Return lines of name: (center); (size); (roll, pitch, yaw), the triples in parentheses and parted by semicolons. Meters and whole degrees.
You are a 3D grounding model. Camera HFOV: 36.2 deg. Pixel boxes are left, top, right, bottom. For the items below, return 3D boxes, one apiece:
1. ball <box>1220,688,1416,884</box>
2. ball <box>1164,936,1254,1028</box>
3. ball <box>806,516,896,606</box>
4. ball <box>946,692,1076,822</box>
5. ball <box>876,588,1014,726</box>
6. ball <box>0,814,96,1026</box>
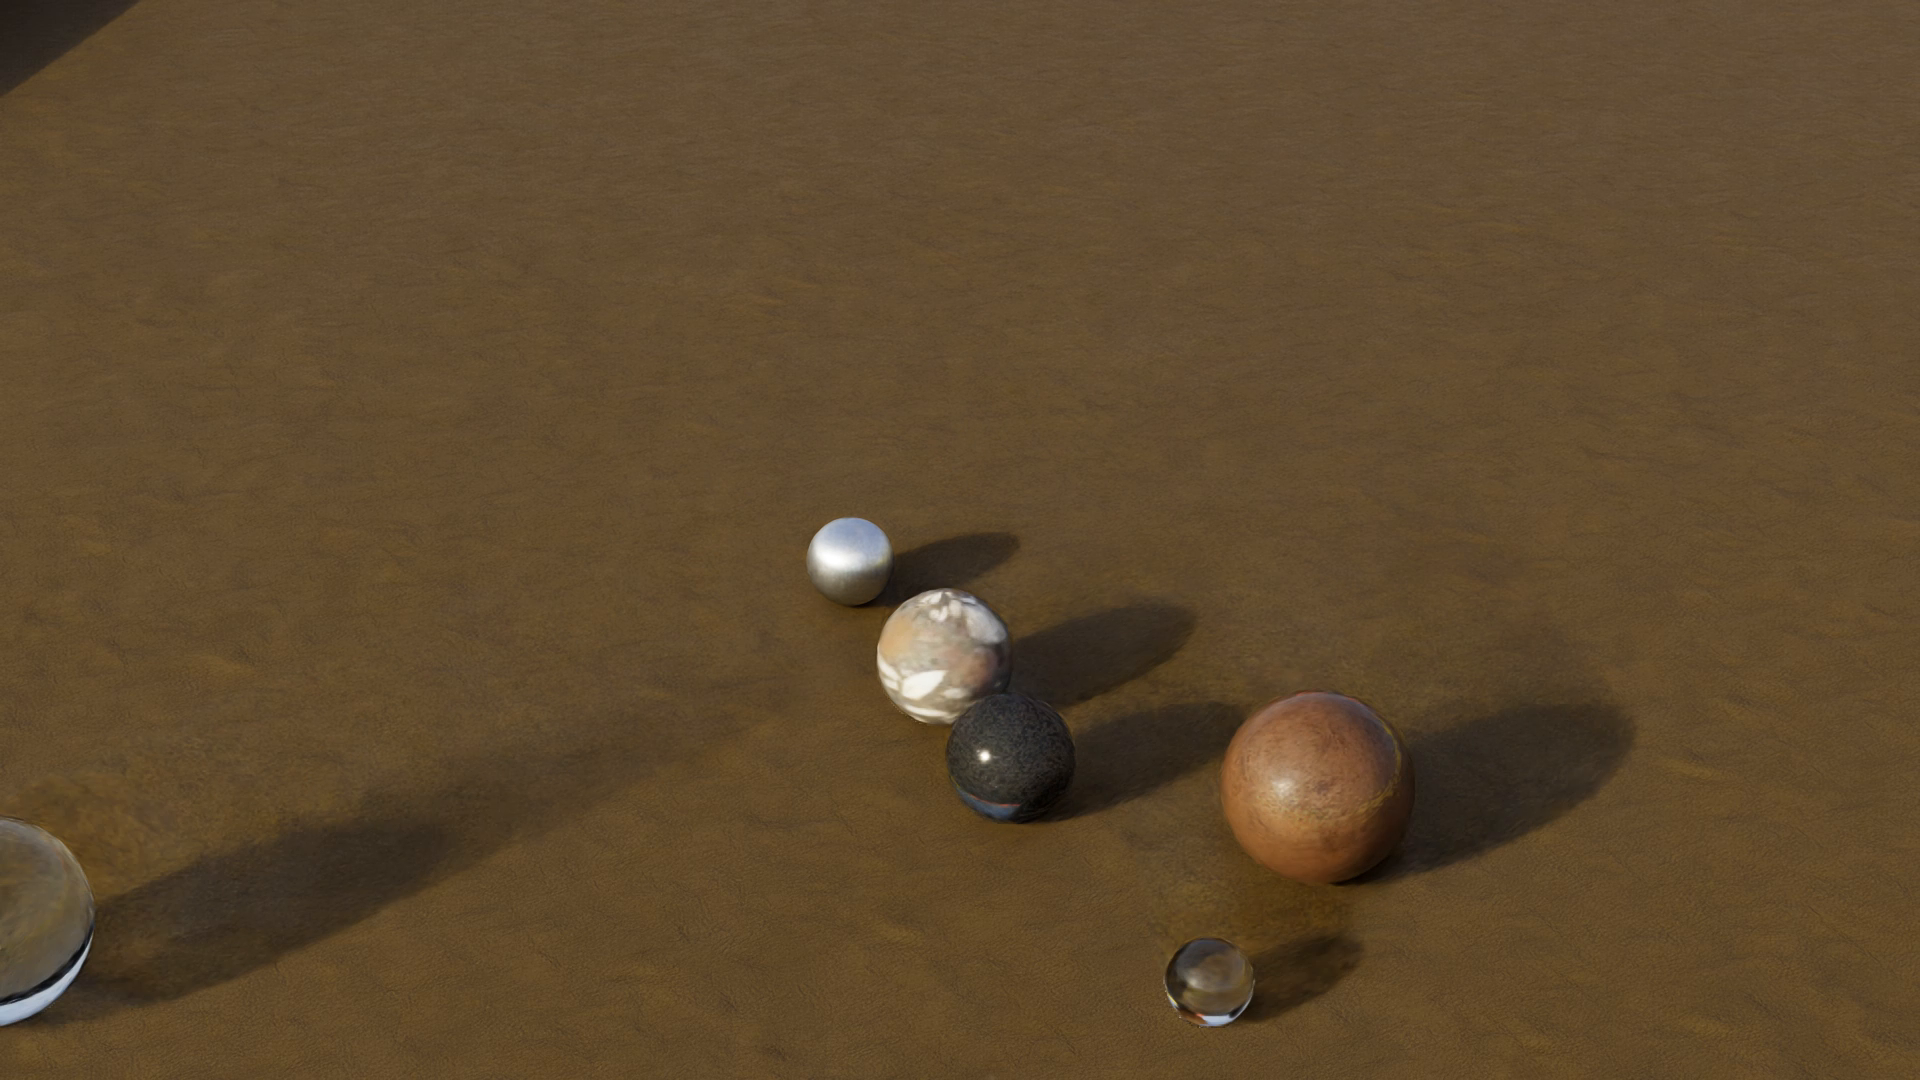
ball: (0.172, 0.118, 1.412); (0.094, 0.094, 0.094); (0, 30, 0)
ball: (0.112, 0.199, 1.324); (0.040, 0.040, 0.040); (0, 30, 0)
ball: (-0.061, 0.012, 1.643); (0.050, 0.050, 0.050); (0, 30, 0)
ball: (0.025, 0.108, 1.460); (0.065, 0.065, 0.065); (0, 30, 0)
ball: (-0.008, 0.061, 1.535); (0.072, 0.072, 0.072); (0, 30, 0)
ball: (-0.437, 0.170, 1.317); (0.096, 0.096, 0.096); (0, 30, 0)
